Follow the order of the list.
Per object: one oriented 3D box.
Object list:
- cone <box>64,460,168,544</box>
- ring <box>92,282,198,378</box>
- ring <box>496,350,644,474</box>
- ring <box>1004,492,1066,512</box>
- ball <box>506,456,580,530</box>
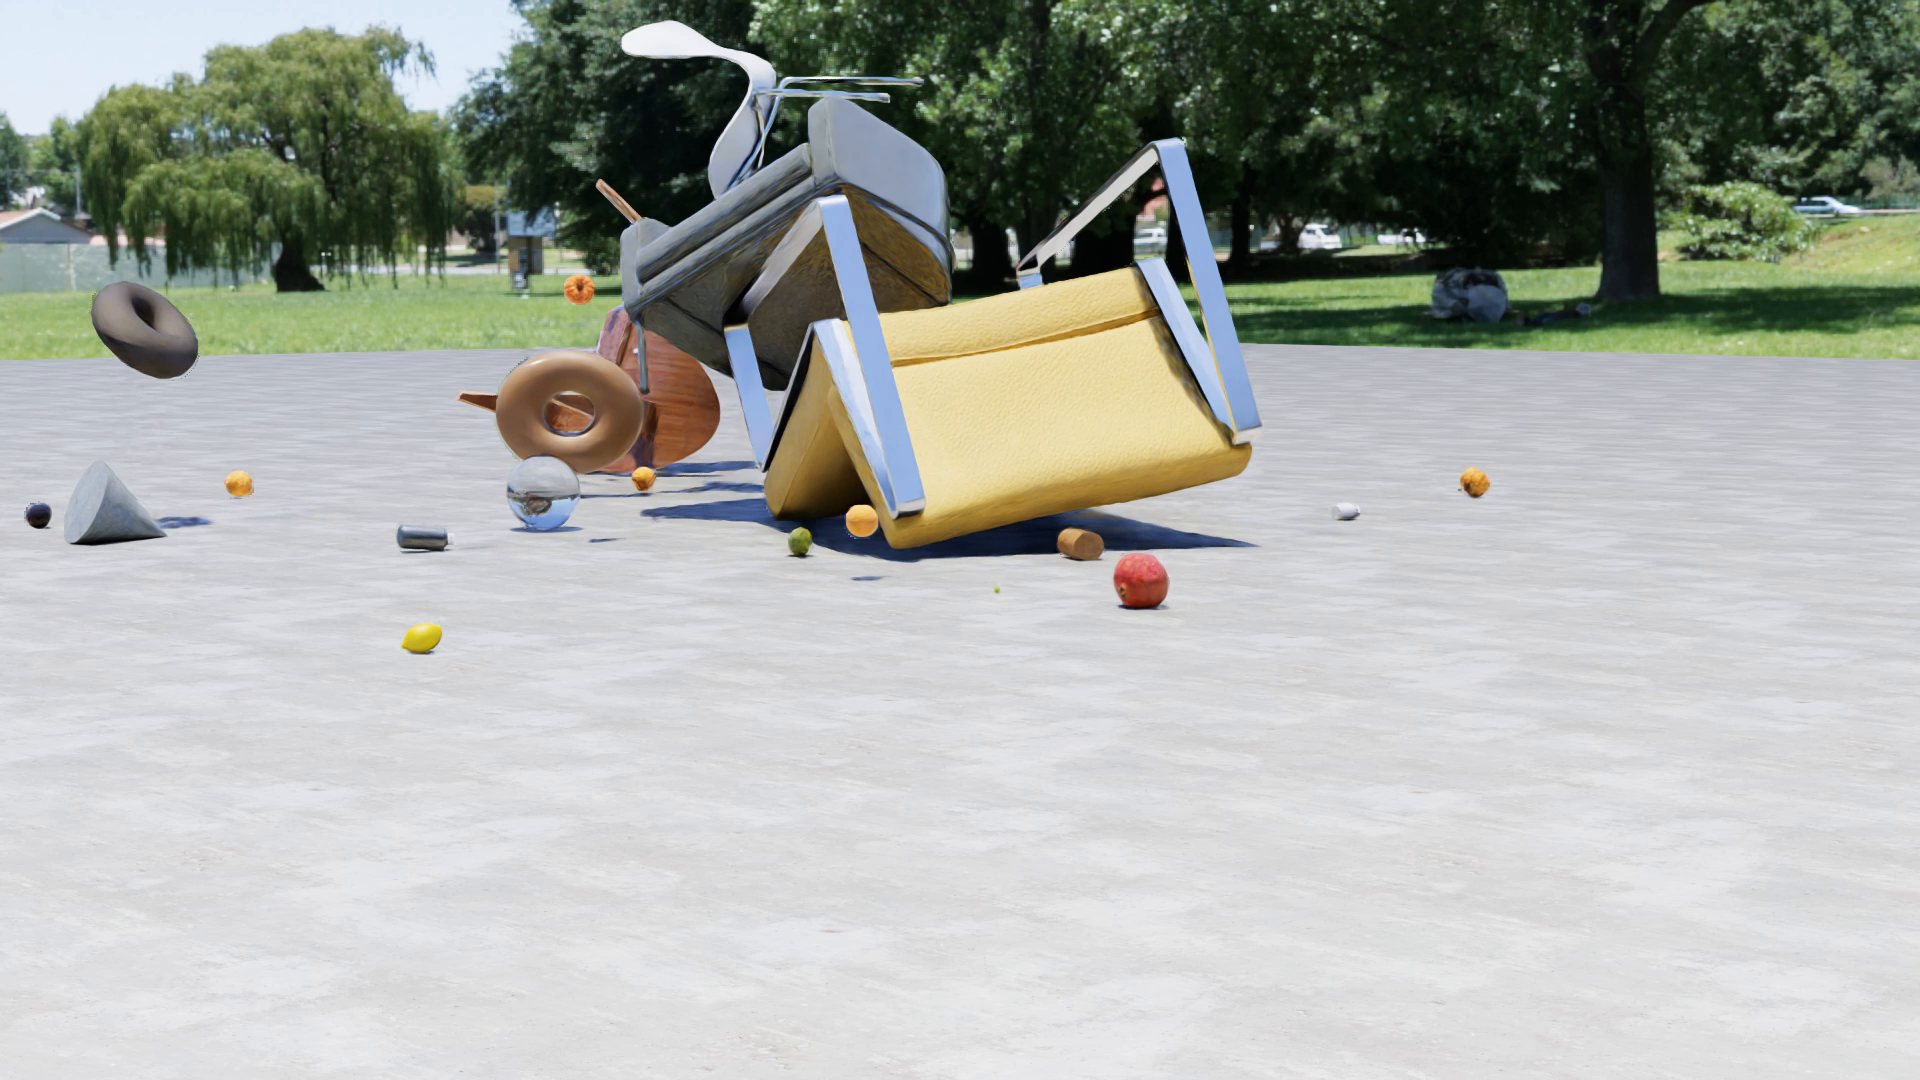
[{"bbox_3d":[-2.086,-0.052,6.427,0.228,0.213,0.255,28,15,-34],"label":"cone"},{"bbox_3d":[-2.151,-0.555,6.773,0.301,0.114,0.347,38,15,-24],"label":"ring"},{"bbox_3d":[-1.163,-0.380,7.652,0.441,0.373,0.105,1,2,-2],"label":"ring"},{"bbox_3d":[0.208,-0.106,7.133,0.165,0.042,0.200,5,-2,36],"label":"ring"},{"bbox_3d":[-1.082,-0.123,6.665,0.193,0.193,0.193,0,6,0],"label":"ball"}]
